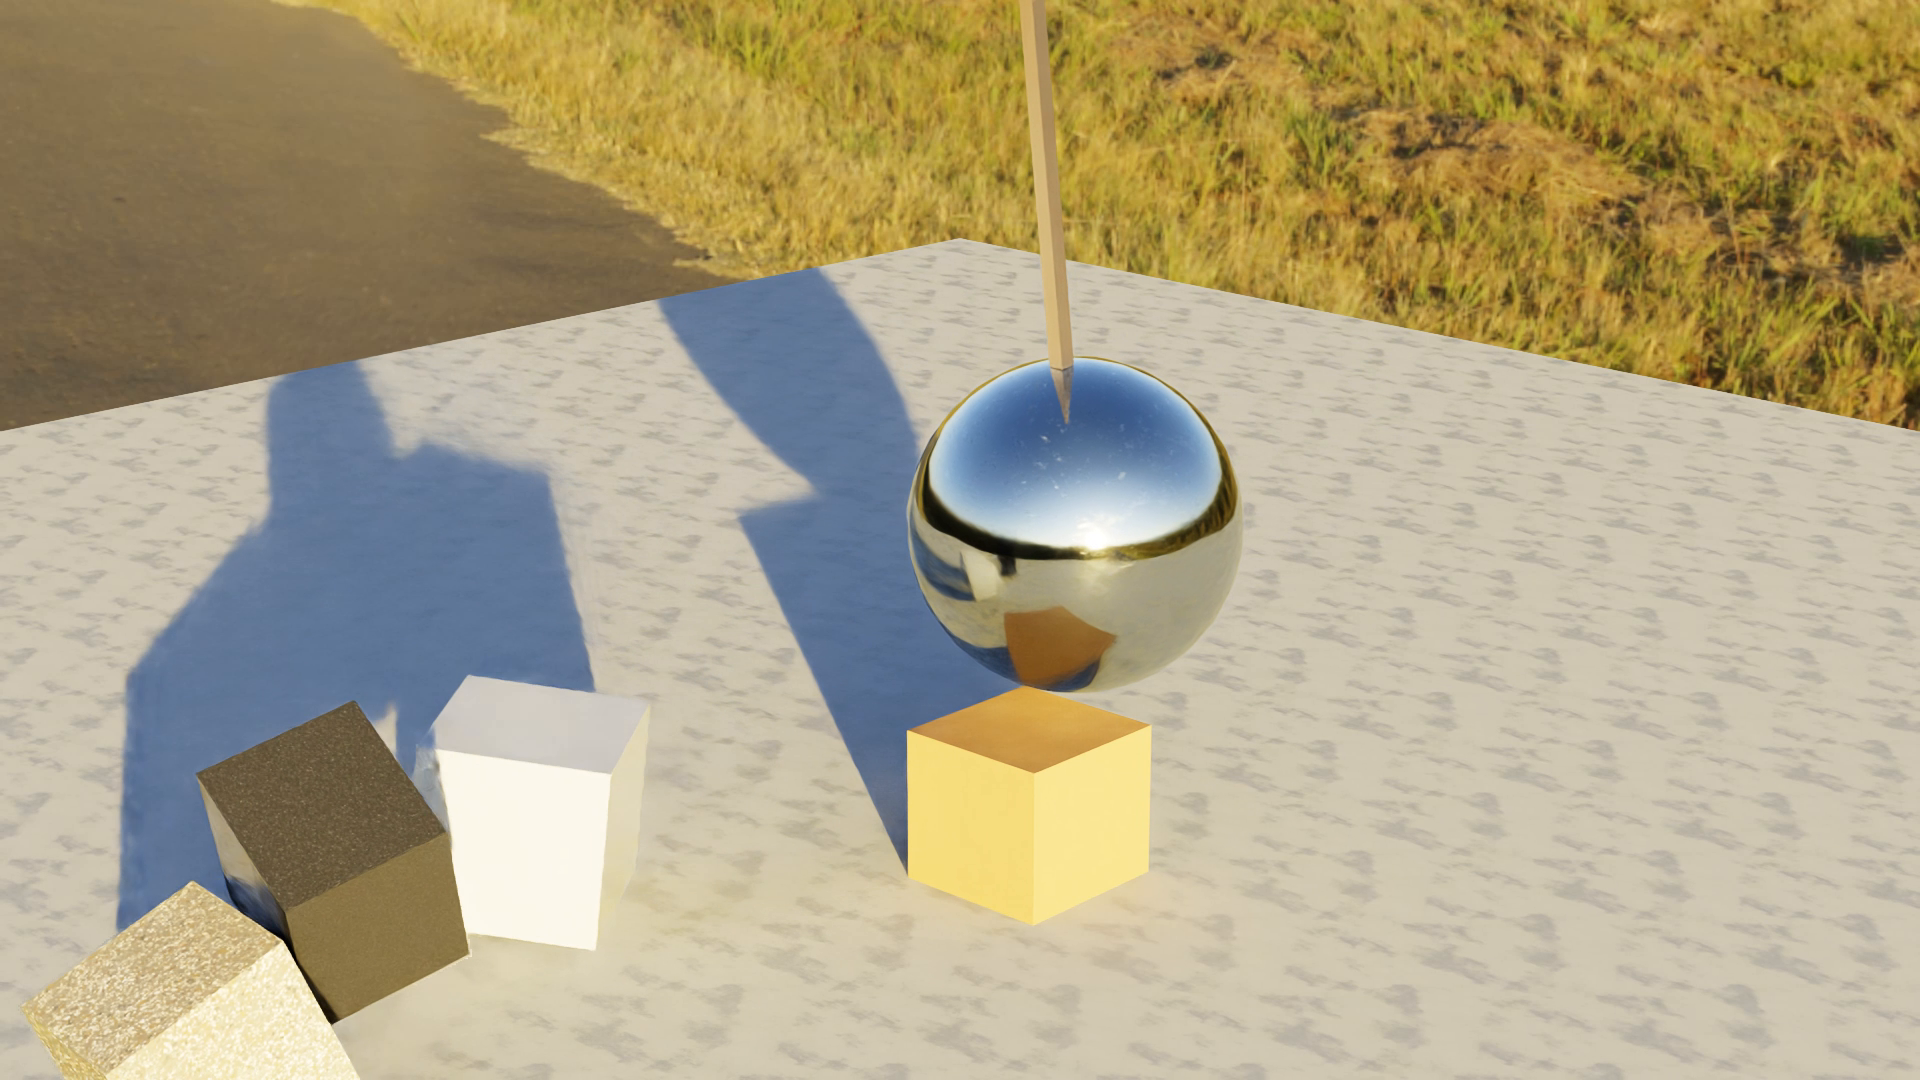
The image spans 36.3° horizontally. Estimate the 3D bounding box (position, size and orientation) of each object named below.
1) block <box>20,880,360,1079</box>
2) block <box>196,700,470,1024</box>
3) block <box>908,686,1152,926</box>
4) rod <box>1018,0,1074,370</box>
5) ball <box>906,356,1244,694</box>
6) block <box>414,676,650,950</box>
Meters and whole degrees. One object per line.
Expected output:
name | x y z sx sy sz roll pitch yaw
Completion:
block | -2.819 1.866 10.785 0.767 0.735 0.701 -38 36 -28
block | -2.358 1.228 11.064 0.647 0.760 0.759 -26 52 -23
block | 0.314 1.192 13.350 0.764 0.721 0.799 16 23 40
rod | 0.236 -3.196 12.585 0.080 5.200 0.080 17 31 42
ball | 0.544 -0.072 13.890 1.600 1.600 1.600 0 17 0
block | -1.905 1.196 13.003 0.843 0.828 0.890 8 18 3
